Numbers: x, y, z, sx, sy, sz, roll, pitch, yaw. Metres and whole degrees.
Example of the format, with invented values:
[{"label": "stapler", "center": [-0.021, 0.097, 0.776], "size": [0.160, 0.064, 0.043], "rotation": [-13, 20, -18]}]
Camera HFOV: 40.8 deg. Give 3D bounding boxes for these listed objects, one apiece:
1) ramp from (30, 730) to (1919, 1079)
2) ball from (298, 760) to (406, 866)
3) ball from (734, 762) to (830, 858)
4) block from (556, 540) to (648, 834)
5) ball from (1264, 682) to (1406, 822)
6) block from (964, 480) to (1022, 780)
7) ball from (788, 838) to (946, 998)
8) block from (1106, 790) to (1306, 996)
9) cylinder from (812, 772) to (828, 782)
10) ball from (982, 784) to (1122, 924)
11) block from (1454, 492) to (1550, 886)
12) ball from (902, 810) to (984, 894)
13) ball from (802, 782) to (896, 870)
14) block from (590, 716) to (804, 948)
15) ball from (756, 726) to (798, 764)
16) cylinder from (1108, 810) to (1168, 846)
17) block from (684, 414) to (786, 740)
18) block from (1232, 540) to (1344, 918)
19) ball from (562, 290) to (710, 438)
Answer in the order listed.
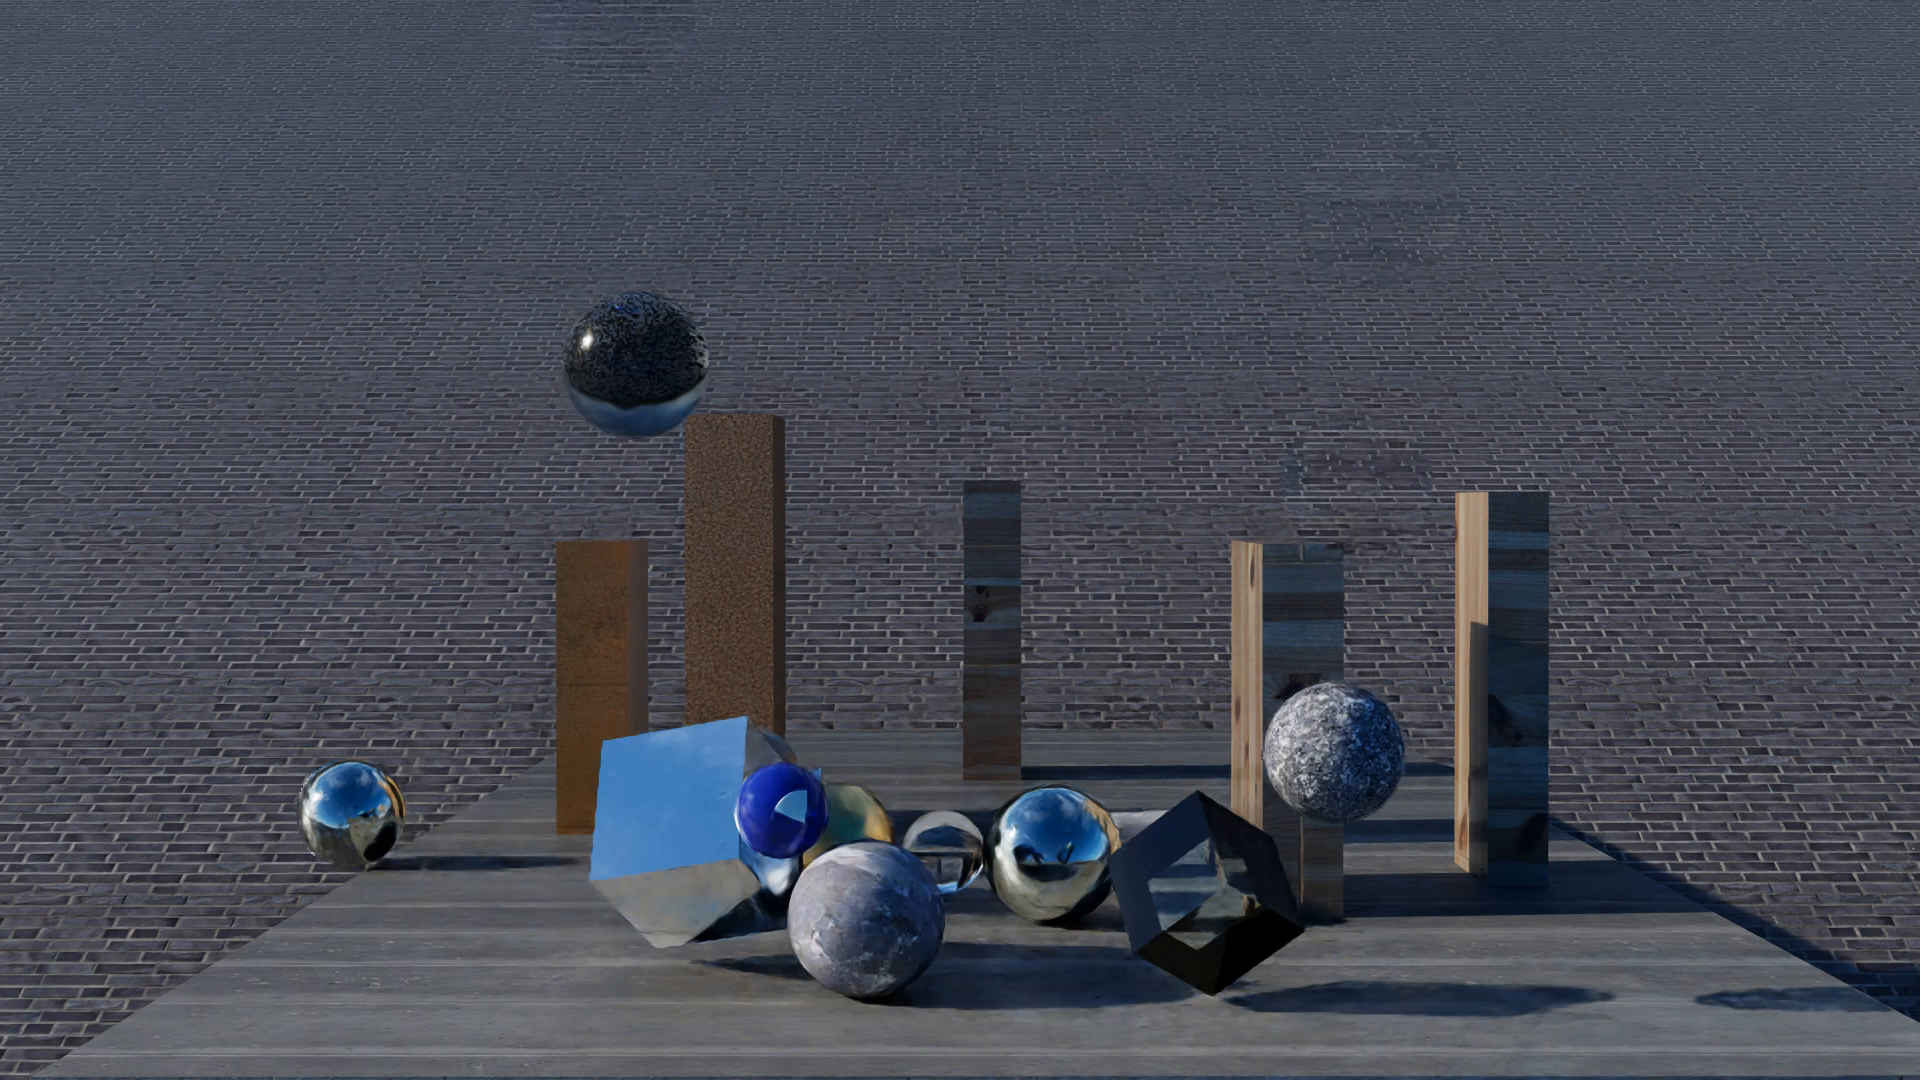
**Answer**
[{"label": "ramp", "center": [0.063, 0.563, 4.601], "size": [2.000, 0.100, 4.000], "rotation": [0, 1, 0]}, {"label": "ball", "center": [-0.973, 0.437, 4.135], "size": [0.169, 0.169, 0.169], "rotation": [0, 28, 0]}, {"label": "ball", "center": [-0.210, 0.320, 3.051], "size": [0.113, 0.113, 0.113], "rotation": [0, 28, 0]}, {"label": "block", "center": [-0.642, 0.257, 4.654], "size": [0.124, 0.511, 0.306], "rotation": [0, 1, 0]}, {"label": "ball", "center": [0.427, 0.242, 2.945], "size": [0.160, 0.160, 0.160], "rotation": [0, 28, 0]}, {"label": "block", "center": [0.067, 0.187, 5.520], "size": [0.119, 0.625, 0.282], "rotation": [0, 1, 0]}, {"label": "ball", "center": [-0.110, 0.442, 3.019], "size": [0.185, 0.185, 0.185], "rotation": [0, 28, 0]}, {"label": "block", "center": [0.282, 0.409, 2.986], "size": [0.143, 0.143, 0.143], "rotation": [34, 27, -36]}, {"label": "cylinder", "center": [-0.300, 0.436, 4.029], "size": [0.167, 0.167, 0.167], "rotation": [8, 28, 0]}, {"label": "ball", "center": [0.127, 0.431, 3.551], "size": [0.191, 0.191, 0.191], "rotation": [0, 28, 0]}, {"label": "block", "center": [0.841, 0.223, 4.020], "size": [0.092, 0.594, 0.258], "rotation": [0, 1, 0]}, {"label": "ball", "center": [-0.025, 0.461, 3.816], "size": [0.125, 0.125, 0.125], "rotation": [0, 28, 0]}, {"label": "ball", "center": [-0.181, 0.436, 3.701], "size": [0.179, 0.179, 0.179], "rotation": [0, 28, 0]}, {"label": "block", "center": [-0.321, 0.364, 3.203], "size": [0.194, 0.194, 0.194], "rotation": [-11, 54, 16]}, {"label": "ball", "center": [-0.298, 0.333, 3.652], "size": [0.141, 0.141, 0.141], "rotation": [0, 28, 0]}, {"label": "cylinder", "center": [0.269, 0.464, 3.872], "size": [0.114, 0.114, 0.114], "rotation": [0, 26, -19]}, {"label": "block", "center": [-0.384, 0.152, 4.447], "size": [0.147, 0.726, 0.305], "rotation": [0, 1, 0]}, {"label": "block", "center": [0.477, 0.263, 3.796], "size": [0.113, 0.520, 0.406], "rotation": [0, 1, 0]}, {"label": "ball", "center": [-0.295, -0.160, 2.357], "size": [0.134, 0.134, 0.134], "rotation": [0, 28, 0]}]
